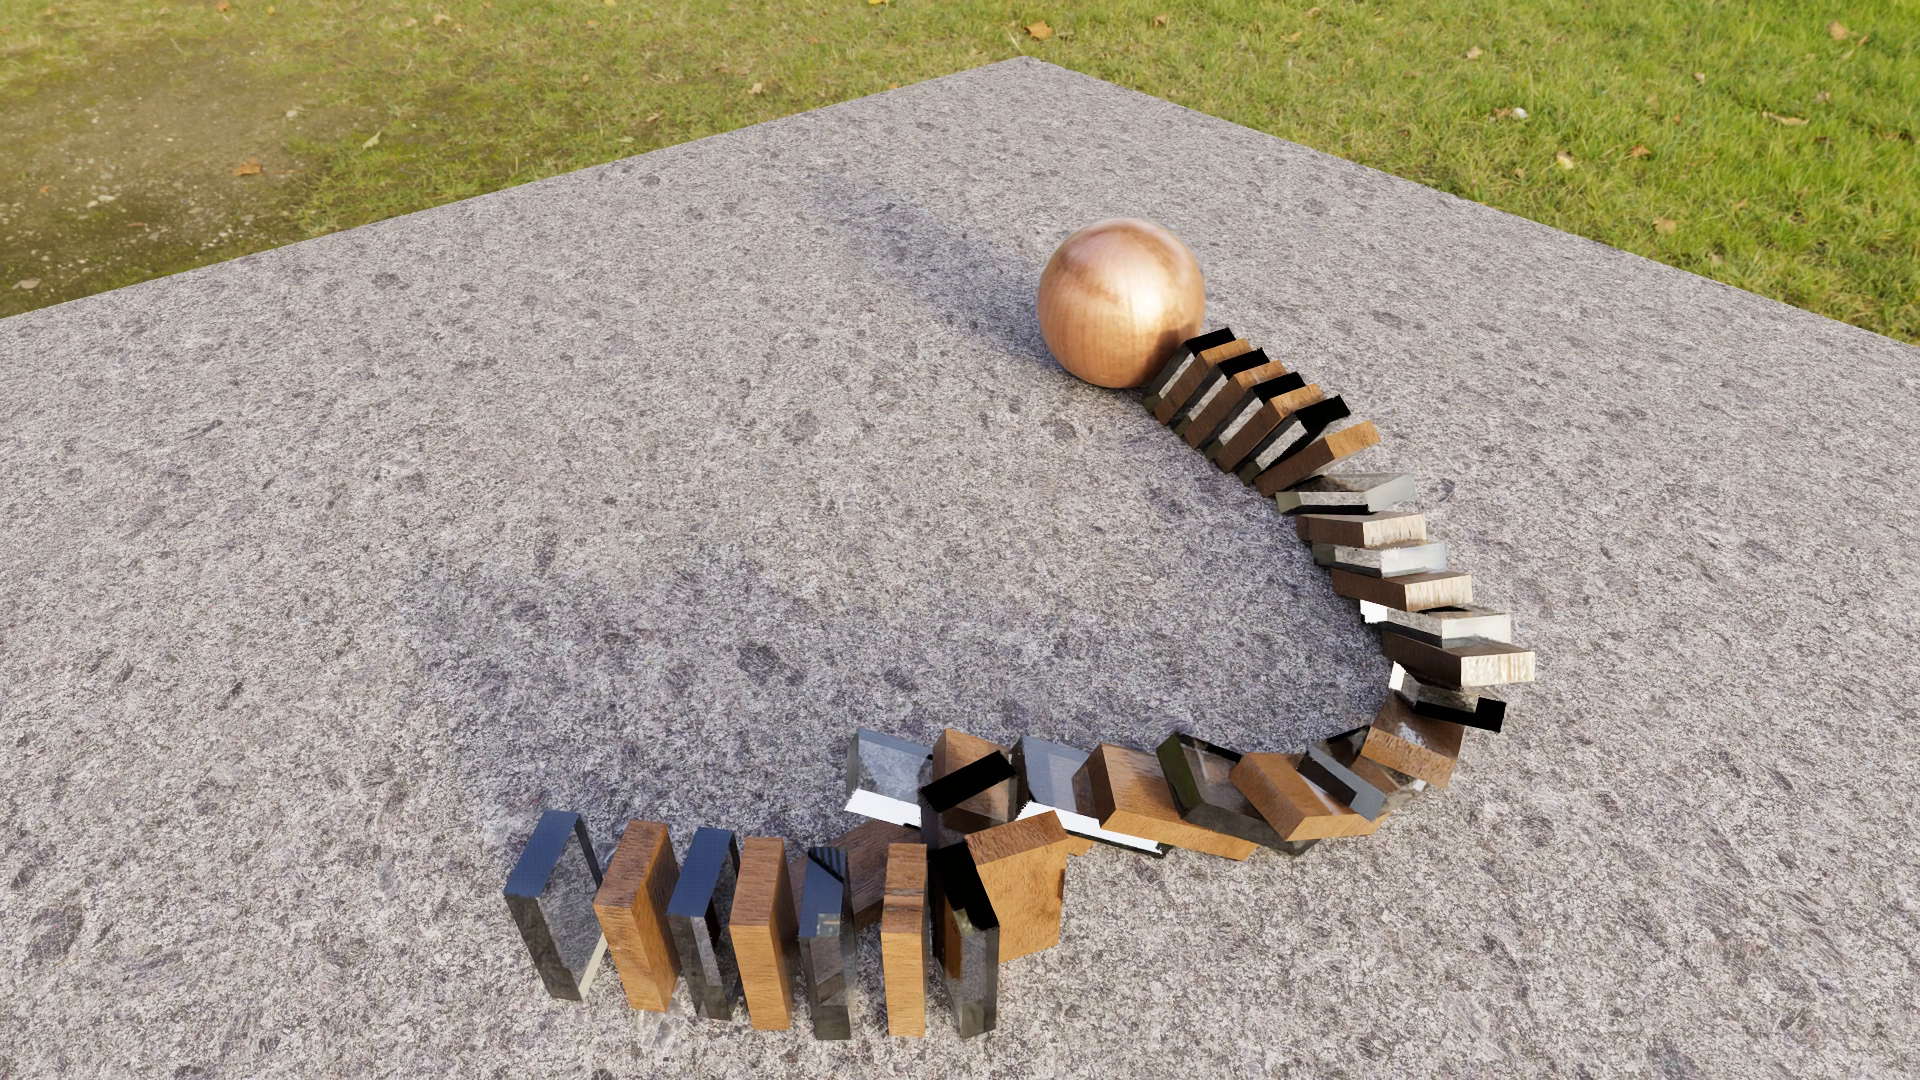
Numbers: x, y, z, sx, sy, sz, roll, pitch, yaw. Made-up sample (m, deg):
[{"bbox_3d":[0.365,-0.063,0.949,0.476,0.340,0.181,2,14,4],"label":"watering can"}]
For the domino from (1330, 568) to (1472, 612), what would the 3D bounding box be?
[{"bbox_3d":[0.161,0.016,0.403,0.025,0.009,0.050,-8,7,-9],"label":"domino"}]

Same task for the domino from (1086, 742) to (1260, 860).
[{"bbox_3d":[0.064,0.079,0.332,0.050,0.009,0.025,17,36,-18],"label":"domino"}]

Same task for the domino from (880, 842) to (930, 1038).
[{"bbox_3d":[-0.014,0.104,0.284,0.009,0.050,0.025,1,39,1],"label":"domino"}]

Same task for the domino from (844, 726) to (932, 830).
[{"bbox_3d":[-0.009,0.076,0.333,0.050,0.010,0.025,20,31,-16],"label":"domino"}]

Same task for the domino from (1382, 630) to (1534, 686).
[{"bbox_3d":[0.168,0.039,0.375,0.025,0.009,0.050,-4,6,-7],"label":"domino"}]

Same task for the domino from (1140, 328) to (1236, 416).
[{"bbox_3d":[0.105,-0.077,0.507,0.025,0.050,0.009,-20,73,-23],"label":"domino"}]

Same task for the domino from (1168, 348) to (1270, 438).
[{"bbox_3d":[0.116,-0.065,0.492,0.025,0.050,0.009,-20,73,-23],"label":"domino"}]

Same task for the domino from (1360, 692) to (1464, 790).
[{"bbox_3d":[0.144,0.063,0.349,0.025,0.010,0.050,22,14,24],"label":"domino"}]

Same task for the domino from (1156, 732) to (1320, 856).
[{"bbox_3d":[0.083,0.076,0.329,0.050,0.010,0.025,23,33,-28],"label":"domino"}]

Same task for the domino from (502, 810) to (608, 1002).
[{"bbox_3d":[-0.105,0.098,0.292,0.009,0.050,0.025,5,40,6],"label":"domino"}]

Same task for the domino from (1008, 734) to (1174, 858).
[{"bbox_3d":[0.040,0.078,0.333,0.050,0.009,0.025,19,36,-17],"label":"domino"}]

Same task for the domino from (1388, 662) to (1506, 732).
[{"bbox_3d":[0.158,0.051,0.360,0.025,0.009,0.050,12,4,13],"label":"domino"}]

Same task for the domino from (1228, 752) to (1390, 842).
[{"bbox_3d":[0.105,0.076,0.330,0.050,0.009,0.025,11,29,-42],"label":"domino"}]

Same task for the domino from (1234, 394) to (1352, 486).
[{"bbox_3d":[0.139,-0.041,0.464,0.025,0.050,0.010,-20,74,-23],"label":"domino"}]

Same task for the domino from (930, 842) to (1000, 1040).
[{"bbox_3d":[0.001,0.104,0.284,0.009,0.050,0.025,-13,41,-15],"label":"domino"}]

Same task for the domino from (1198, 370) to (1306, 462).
[{"bbox_3d":[0.127,-0.053,0.478,0.025,0.050,0.009,-20,73,-23],"label":"domino"}]

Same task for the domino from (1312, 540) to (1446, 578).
[{"bbox_3d":[0.157,0.005,0.416,0.025,0.009,0.050,-8,6,-9],"label":"domino"}]

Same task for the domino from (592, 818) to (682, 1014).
[{"bbox_3d":[-0.082,0.100,0.290,0.009,0.050,0.025,5,40,6],"label":"domino"}]

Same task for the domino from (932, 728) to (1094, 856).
[{"bbox_3d":[0.016,0.076,0.333,0.050,0.010,0.025,20,35,-16],"label":"domino"}]

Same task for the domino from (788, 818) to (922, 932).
[{"bbox_3d":[-0.028,0.098,0.323,0.050,0.010,0.025,-23,45,-26],"label":"domino"}]

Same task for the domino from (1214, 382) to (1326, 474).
[{"bbox_3d":[0.132,-0.047,0.470,0.025,0.050,0.009,-20,73,-23],"label":"domino"}]

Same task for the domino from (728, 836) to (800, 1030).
[{"bbox_3d":[-0.050,0.103,0.286,0.010,0.050,0.025,0,39,0],"label":"domino"}]

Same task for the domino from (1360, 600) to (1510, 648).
[{"bbox_3d":[0.166,0.028,0.388,0.025,0.010,0.050,-4,6,-10],"label":"domino"}]

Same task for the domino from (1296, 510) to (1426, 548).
[{"bbox_3d":[0.155,-0.005,0.427,0.025,0.009,0.050,-8,6,-10],"label":"domino"}]

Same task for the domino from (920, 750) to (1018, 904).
[{"bbox_3d":[0.002,0.084,0.309,0.025,0.050,0.009,-22,44,-24],"label":"domino"}]

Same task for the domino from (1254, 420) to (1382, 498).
[{"bbox_3d":[0.147,-0.033,0.455,0.025,0.050,0.010,-20,81,-23],"label":"domino"}]

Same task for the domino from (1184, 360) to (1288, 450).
[{"bbox_3d":[0.121,-0.059,0.485,0.025,0.050,0.009,-20,73,-23],"label":"domino"}]

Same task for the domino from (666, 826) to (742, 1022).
[{"bbox_3d":[-0.064,0.101,0.288,0.009,0.050,0.025,4,40,5],"label":"domino"}]

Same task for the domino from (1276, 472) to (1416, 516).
[{"bbox_3d":[0.155,-0.019,0.446,0.025,0.009,0.050,-20,10,-23],"label":"domino"}]

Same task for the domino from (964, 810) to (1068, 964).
[{"bbox_3d":[0.014,0.095,0.296,0.025,0.050,0.010,-12,41,-15],"label":"domino"}]

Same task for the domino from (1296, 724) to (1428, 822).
[{"bbox_3d":[0.126,0.071,0.338,0.025,0.010,0.050,35,20,34],"label":"domino"}]

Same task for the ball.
[{"bbox_3d":[0.077,-0.113,0.525,0.080,0.080,0.080,0,39,0],"label":"ball"}]

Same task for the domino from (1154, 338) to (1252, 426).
[{"bbox_3d":[0.110,-0.071,0.500,0.025,0.050,0.010,-20,73,-23],"label":"domino"}]

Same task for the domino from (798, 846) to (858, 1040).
[{"bbox_3d":[-0.033,0.105,0.284,0.010,0.050,0.025,0,39,0],"label":"domino"}]
